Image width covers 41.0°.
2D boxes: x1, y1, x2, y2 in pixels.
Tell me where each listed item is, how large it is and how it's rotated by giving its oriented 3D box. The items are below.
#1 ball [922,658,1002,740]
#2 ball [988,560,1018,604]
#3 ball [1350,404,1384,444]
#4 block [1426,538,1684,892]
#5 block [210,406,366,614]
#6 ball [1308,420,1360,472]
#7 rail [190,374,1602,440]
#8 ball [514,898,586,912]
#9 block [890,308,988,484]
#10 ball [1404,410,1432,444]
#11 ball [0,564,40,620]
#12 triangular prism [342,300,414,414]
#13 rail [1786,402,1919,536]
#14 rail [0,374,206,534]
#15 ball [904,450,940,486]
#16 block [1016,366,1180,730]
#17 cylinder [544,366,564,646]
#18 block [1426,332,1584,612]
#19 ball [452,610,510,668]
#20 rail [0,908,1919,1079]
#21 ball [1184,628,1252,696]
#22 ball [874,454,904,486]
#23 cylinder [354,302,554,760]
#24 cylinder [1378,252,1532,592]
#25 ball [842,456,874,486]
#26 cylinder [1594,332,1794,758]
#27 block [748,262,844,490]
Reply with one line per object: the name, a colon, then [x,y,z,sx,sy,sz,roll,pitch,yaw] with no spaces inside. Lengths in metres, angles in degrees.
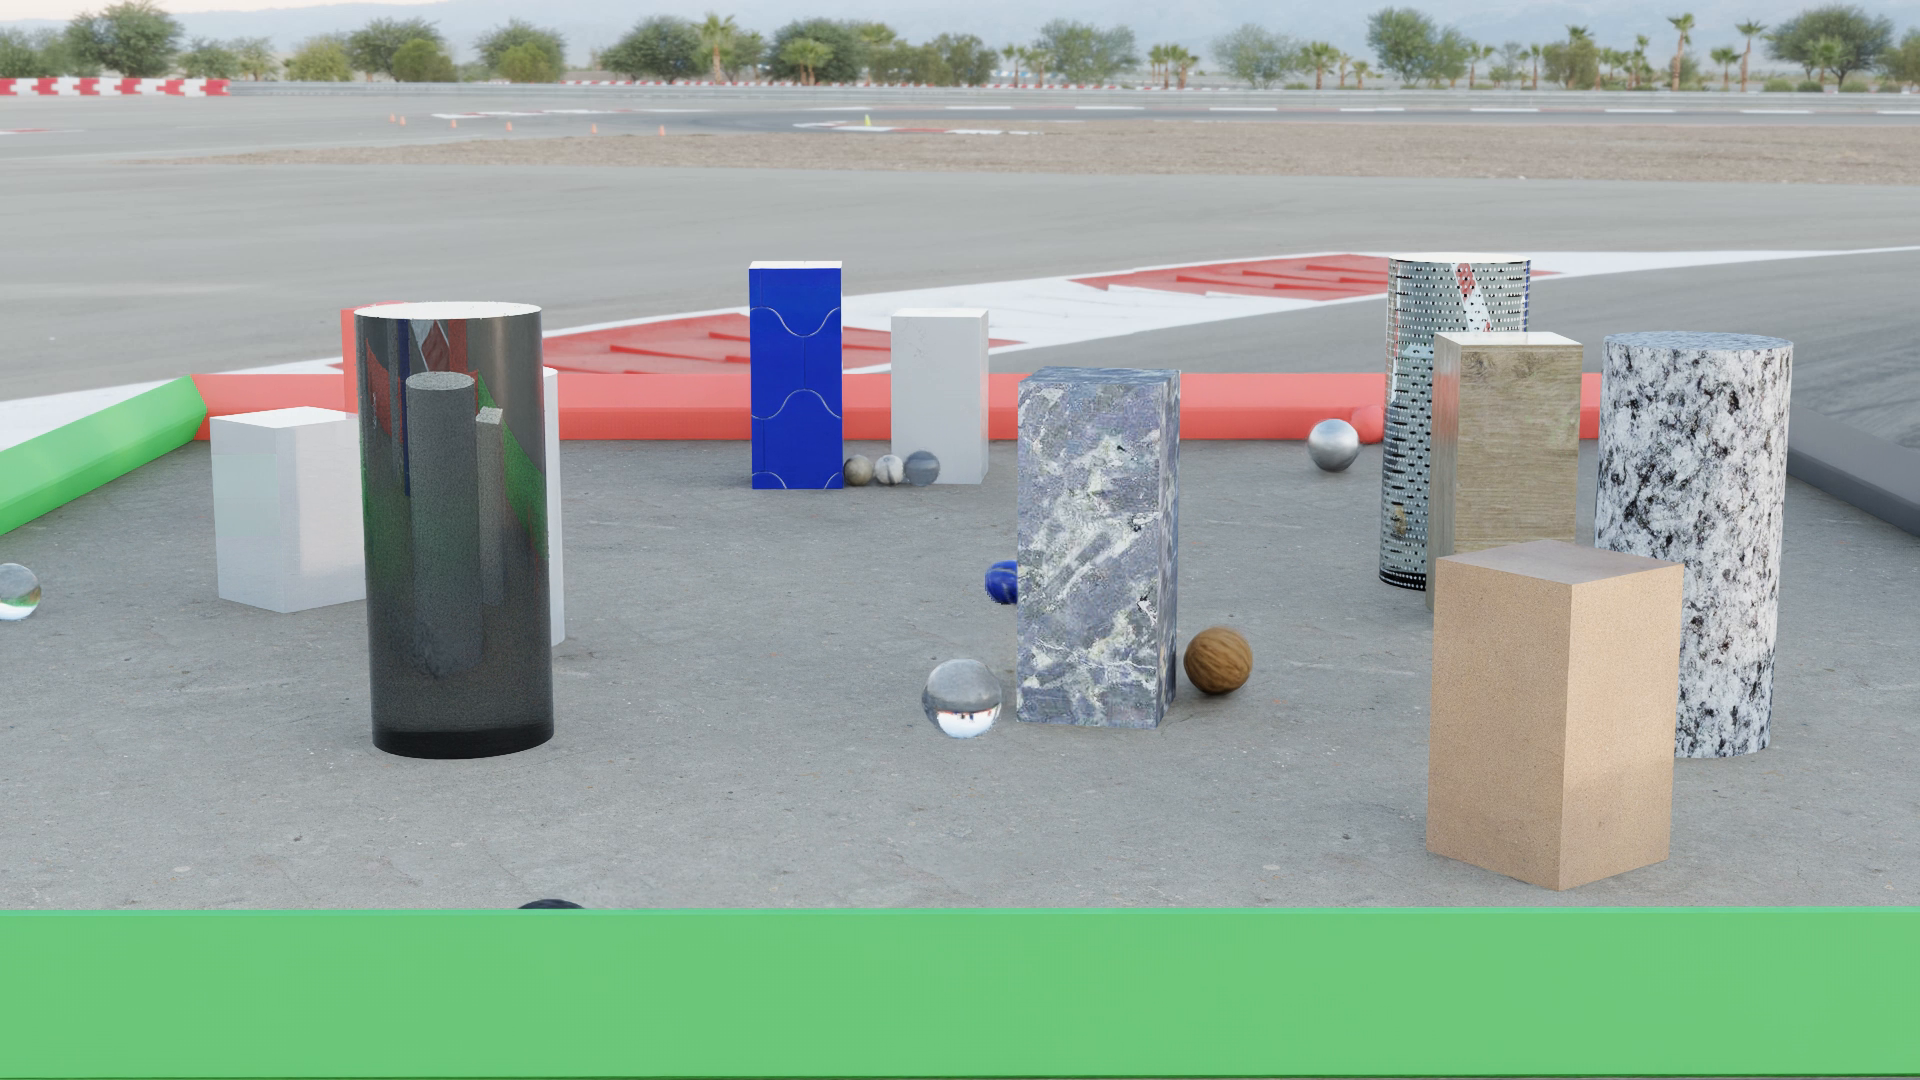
ball: [0.002,0.173,2.805,0.088,0.088,0.088,0,10,0]
ball: [0.068,0.057,3.504,0.062,0.062,0.062,0,10,0]
ball: [0.795,-0.224,4.978,0.078,0.078,0.078,0,10,0]
block: [0.548,0.156,2.372,0.157,0.279,0.157,-8,13,-37]
block: [-0.915,-0.045,3.535,0.157,0.251,0.157,9,14,41]
ball: [0.676,-0.171,4.642,0.096,0.096,0.096,0,10,0]
rail: [-0.009,-0.259,5.022,3.004,0.128,0.045,0,10,0]
ball: [-0.314,0.324,1.963,0.098,0.098,0.098,0,10,0]
block: [-0.035,-0.259,4.570,0.157,0.294,0.157,1,11,6]
ball: [0.897,-0.220,4.991,0.065,0.065,0.065,0,10,0]
ball: [-1.259,0.069,3.401,0.076,0.076,0.076,0,10,0]
triangular prism: [-0.922,-0.216,4.214,0.170,0.341,0.147,-3,11,-15]
rail: [1.478,0.031,3.457,0.045,0.128,3.248,0,10,0]
rail: [-1.478,0.034,3.441,0.045,0.128,3.248,0,10,0]
ball: [-0.067,-0.126,4.484,0.064,0.064,0.064,0,10,0]
block: [0.158,0.005,2.904,0.157,0.383,0.157,2,11,13]
cylinder: [-0.606,-0.041,3.262,0.196,0.344,0.196,0,10,0]
block: [0.716,-0.080,3.391,0.157,0.373,0.157,0,11,-2]
ball: [-0.587,0.121,3.140,0.069,0.069,0.069,0,10,0]
rail: [0.009,0.324,1.876,3.004,0.128,0.045,0,10,0]
ball: [0.301,0.142,2.998,0.080,0.080,0.080,0,10,0]
ball: [-0.124,-0.123,4.497,0.054,0.054,0.054,0,10,0]
cylinder: [-0.545,-0.015,2.777,0.196,0.468,0.196,0,10,0]
cylinder: [0.700,-0.170,3.636,0.196,0.460,0.196,0,10,0]
ball: [-0.178,-0.122,4.491,0.054,0.054,0.054,0,10,0]
cylinder: [0.790,0.000,2.787,0.196,0.435,0.196,0,10,0]
block: [-0.285,-0.291,4.501,0.157,0.383,0.157,0,11,-2]
